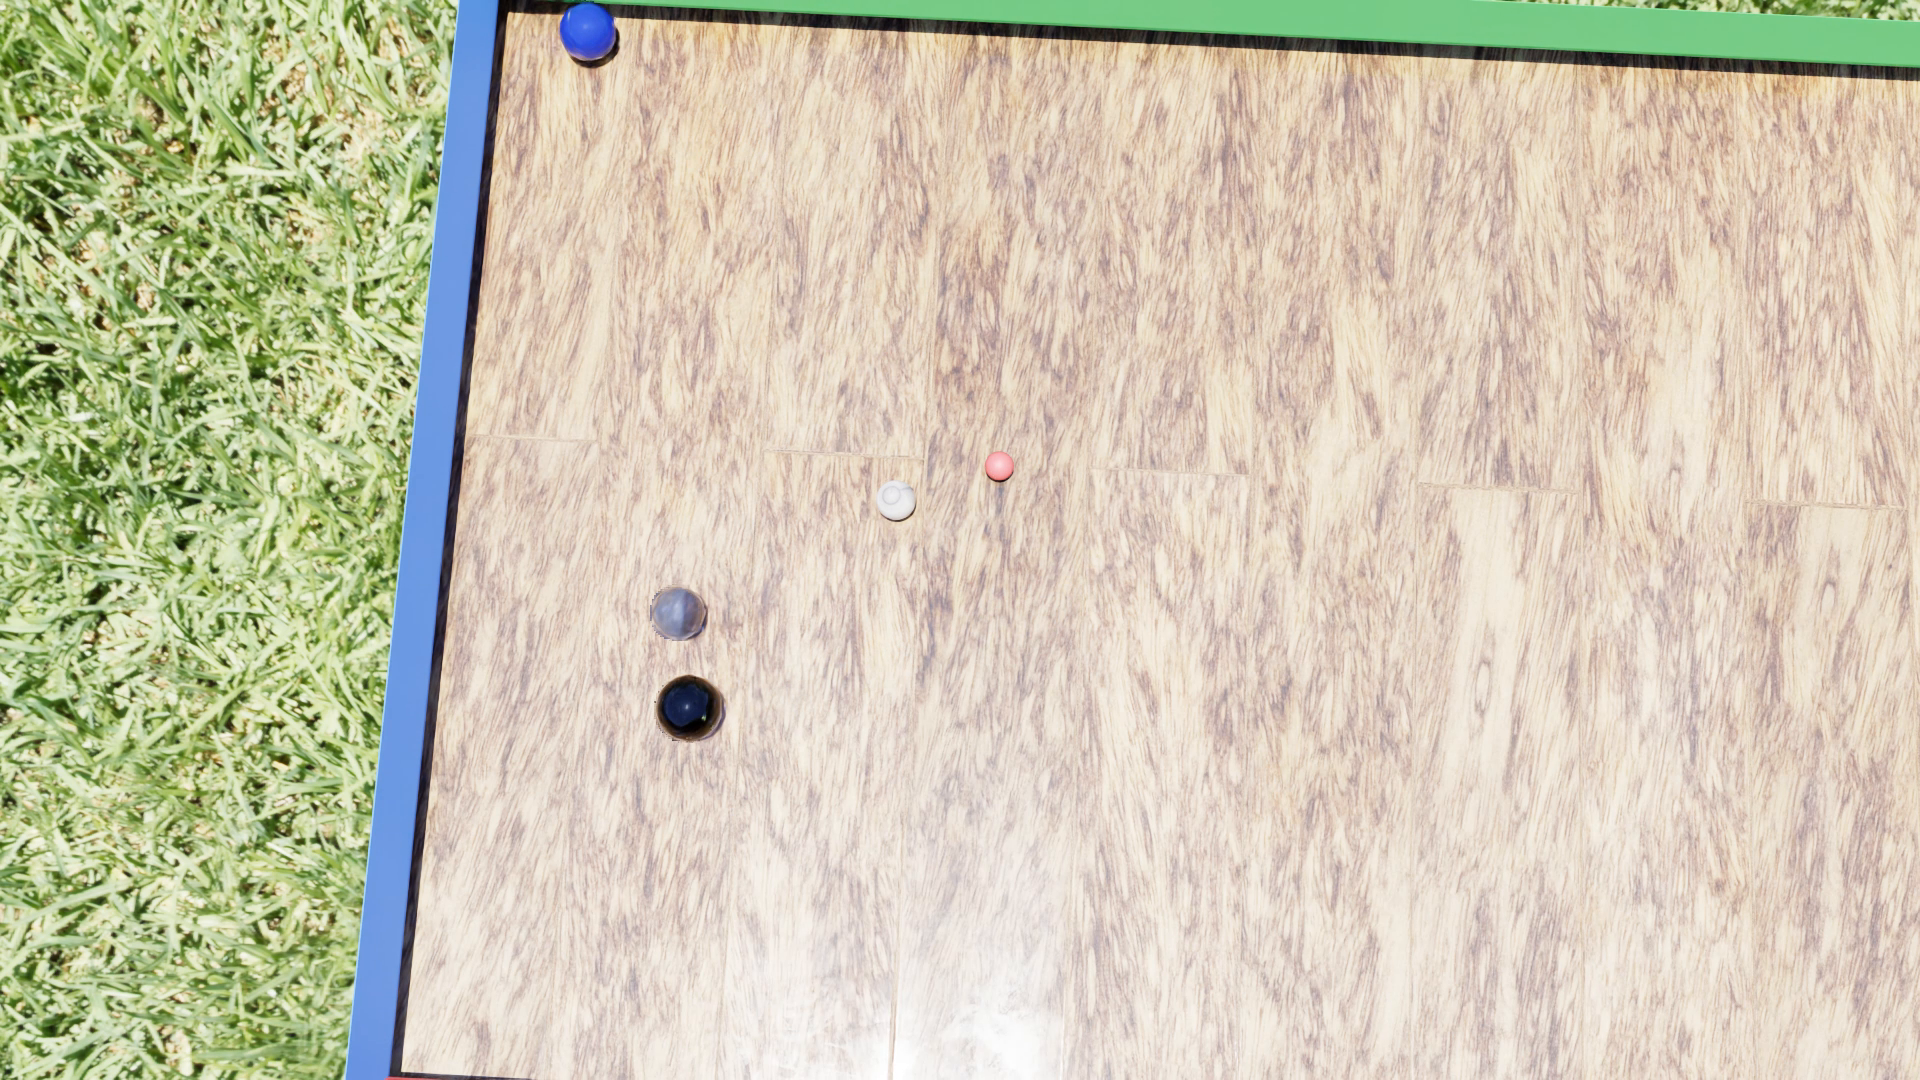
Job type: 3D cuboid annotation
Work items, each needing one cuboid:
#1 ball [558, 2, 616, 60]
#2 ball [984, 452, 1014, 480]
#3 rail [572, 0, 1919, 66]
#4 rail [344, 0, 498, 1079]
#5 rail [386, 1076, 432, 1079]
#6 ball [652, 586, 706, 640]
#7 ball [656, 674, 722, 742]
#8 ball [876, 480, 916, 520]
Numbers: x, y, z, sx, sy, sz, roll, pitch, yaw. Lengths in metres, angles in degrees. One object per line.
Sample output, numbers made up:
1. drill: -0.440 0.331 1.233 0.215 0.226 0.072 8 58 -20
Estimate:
1. ball: -0.586 -0.799 3.457 0.089 0.089 0.089 0 78 0
2. ball: 0.060 -0.112 3.338 0.044 0.044 0.044 0 78 0
3. rail: 0.856 -0.792 3.435 3.253 0.127 0.045 3 78 1
4. rail: -0.789 -0.046 3.281 0.045 0.127 1.739 3 78 1
5. rail: 0.768 0.863 3.094 3.253 0.127 0.045 3 78 1
6. ball: -0.419 0.108 3.275 0.079 0.079 0.079 0 78 0
7. ball: -0.398 0.247 3.237 0.098 0.098 0.098 0 78 0
8. ball: -0.097 -0.060 3.319 0.060 0.060 0.060 0 78 0
